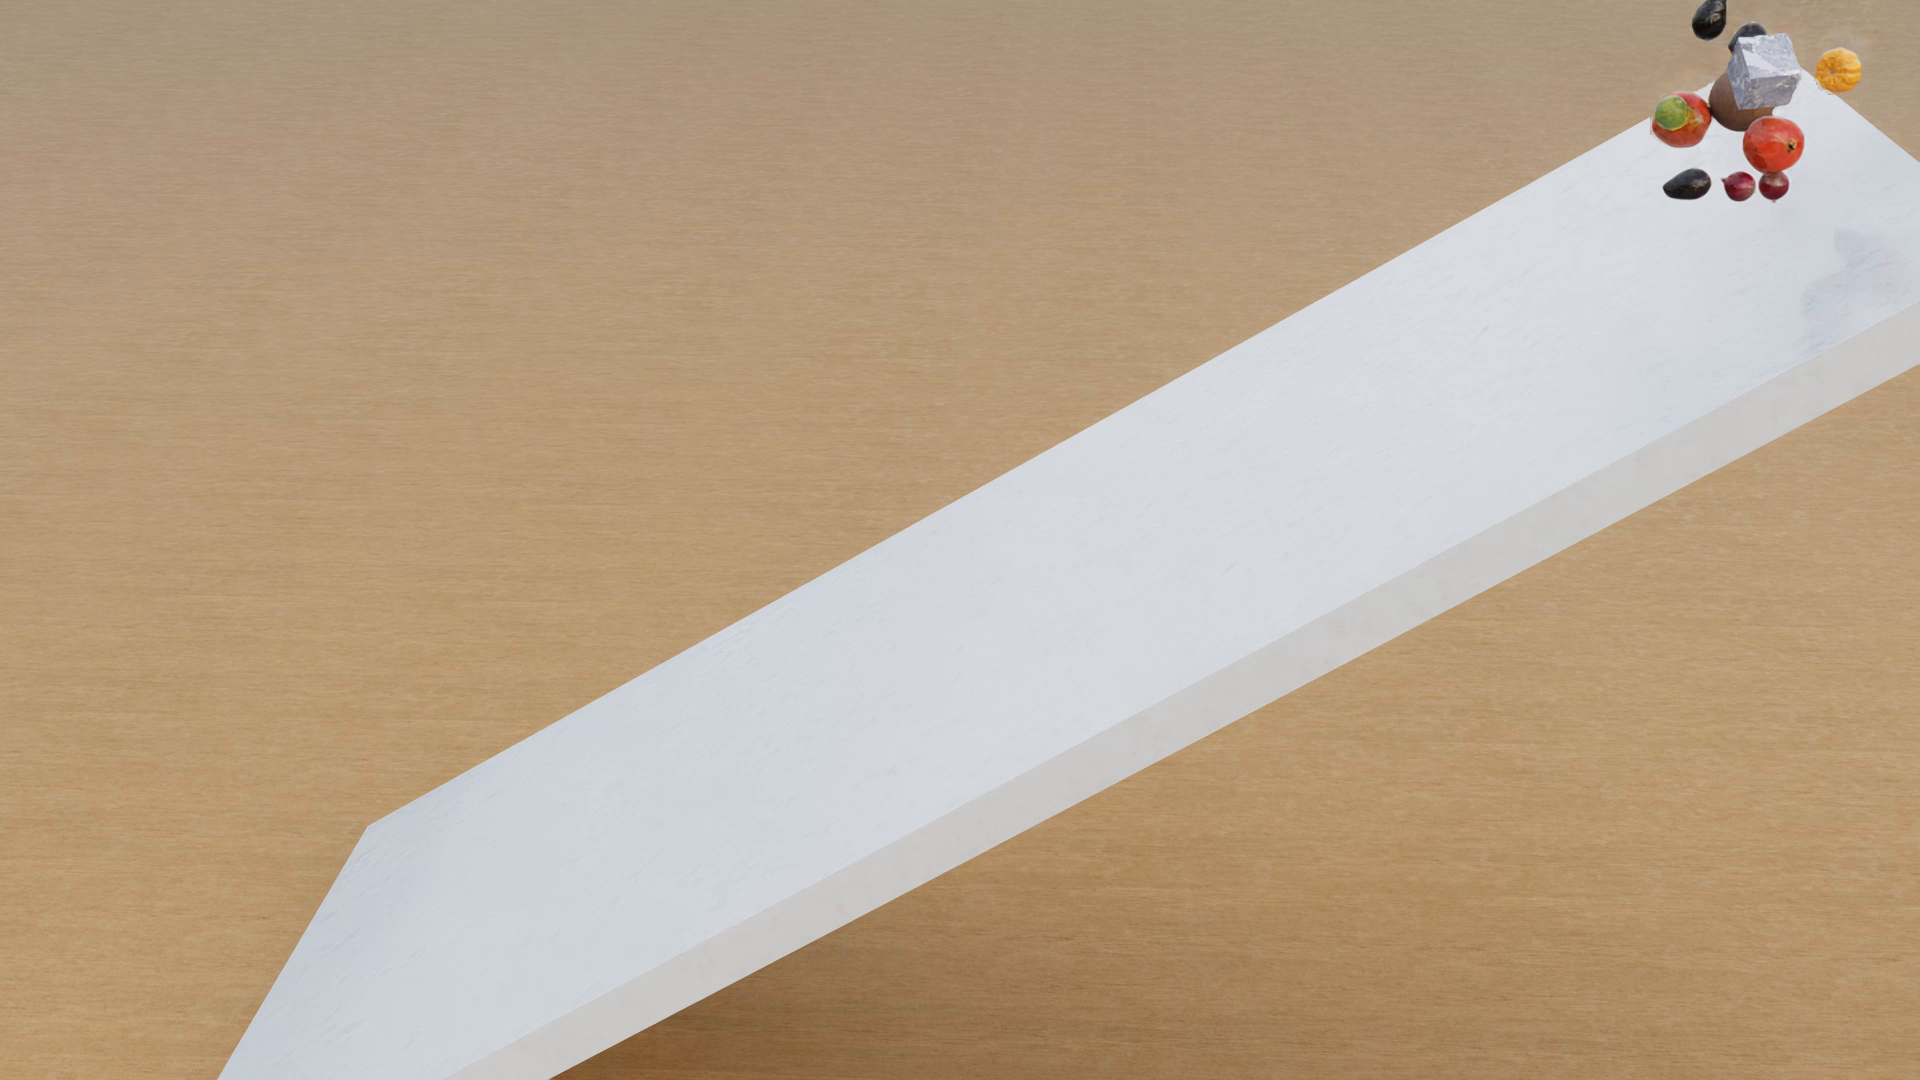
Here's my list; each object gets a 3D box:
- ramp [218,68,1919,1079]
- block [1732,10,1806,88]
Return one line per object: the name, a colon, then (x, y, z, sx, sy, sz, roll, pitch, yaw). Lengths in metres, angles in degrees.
ramp: (0.142, 0.168, 6.287, 4.000, 0.100, 2.000, -29, 15, 12)
block: (1.546, -0.938, 5.625, 0.098, 0.098, 0.098, -6, 62, -3)
